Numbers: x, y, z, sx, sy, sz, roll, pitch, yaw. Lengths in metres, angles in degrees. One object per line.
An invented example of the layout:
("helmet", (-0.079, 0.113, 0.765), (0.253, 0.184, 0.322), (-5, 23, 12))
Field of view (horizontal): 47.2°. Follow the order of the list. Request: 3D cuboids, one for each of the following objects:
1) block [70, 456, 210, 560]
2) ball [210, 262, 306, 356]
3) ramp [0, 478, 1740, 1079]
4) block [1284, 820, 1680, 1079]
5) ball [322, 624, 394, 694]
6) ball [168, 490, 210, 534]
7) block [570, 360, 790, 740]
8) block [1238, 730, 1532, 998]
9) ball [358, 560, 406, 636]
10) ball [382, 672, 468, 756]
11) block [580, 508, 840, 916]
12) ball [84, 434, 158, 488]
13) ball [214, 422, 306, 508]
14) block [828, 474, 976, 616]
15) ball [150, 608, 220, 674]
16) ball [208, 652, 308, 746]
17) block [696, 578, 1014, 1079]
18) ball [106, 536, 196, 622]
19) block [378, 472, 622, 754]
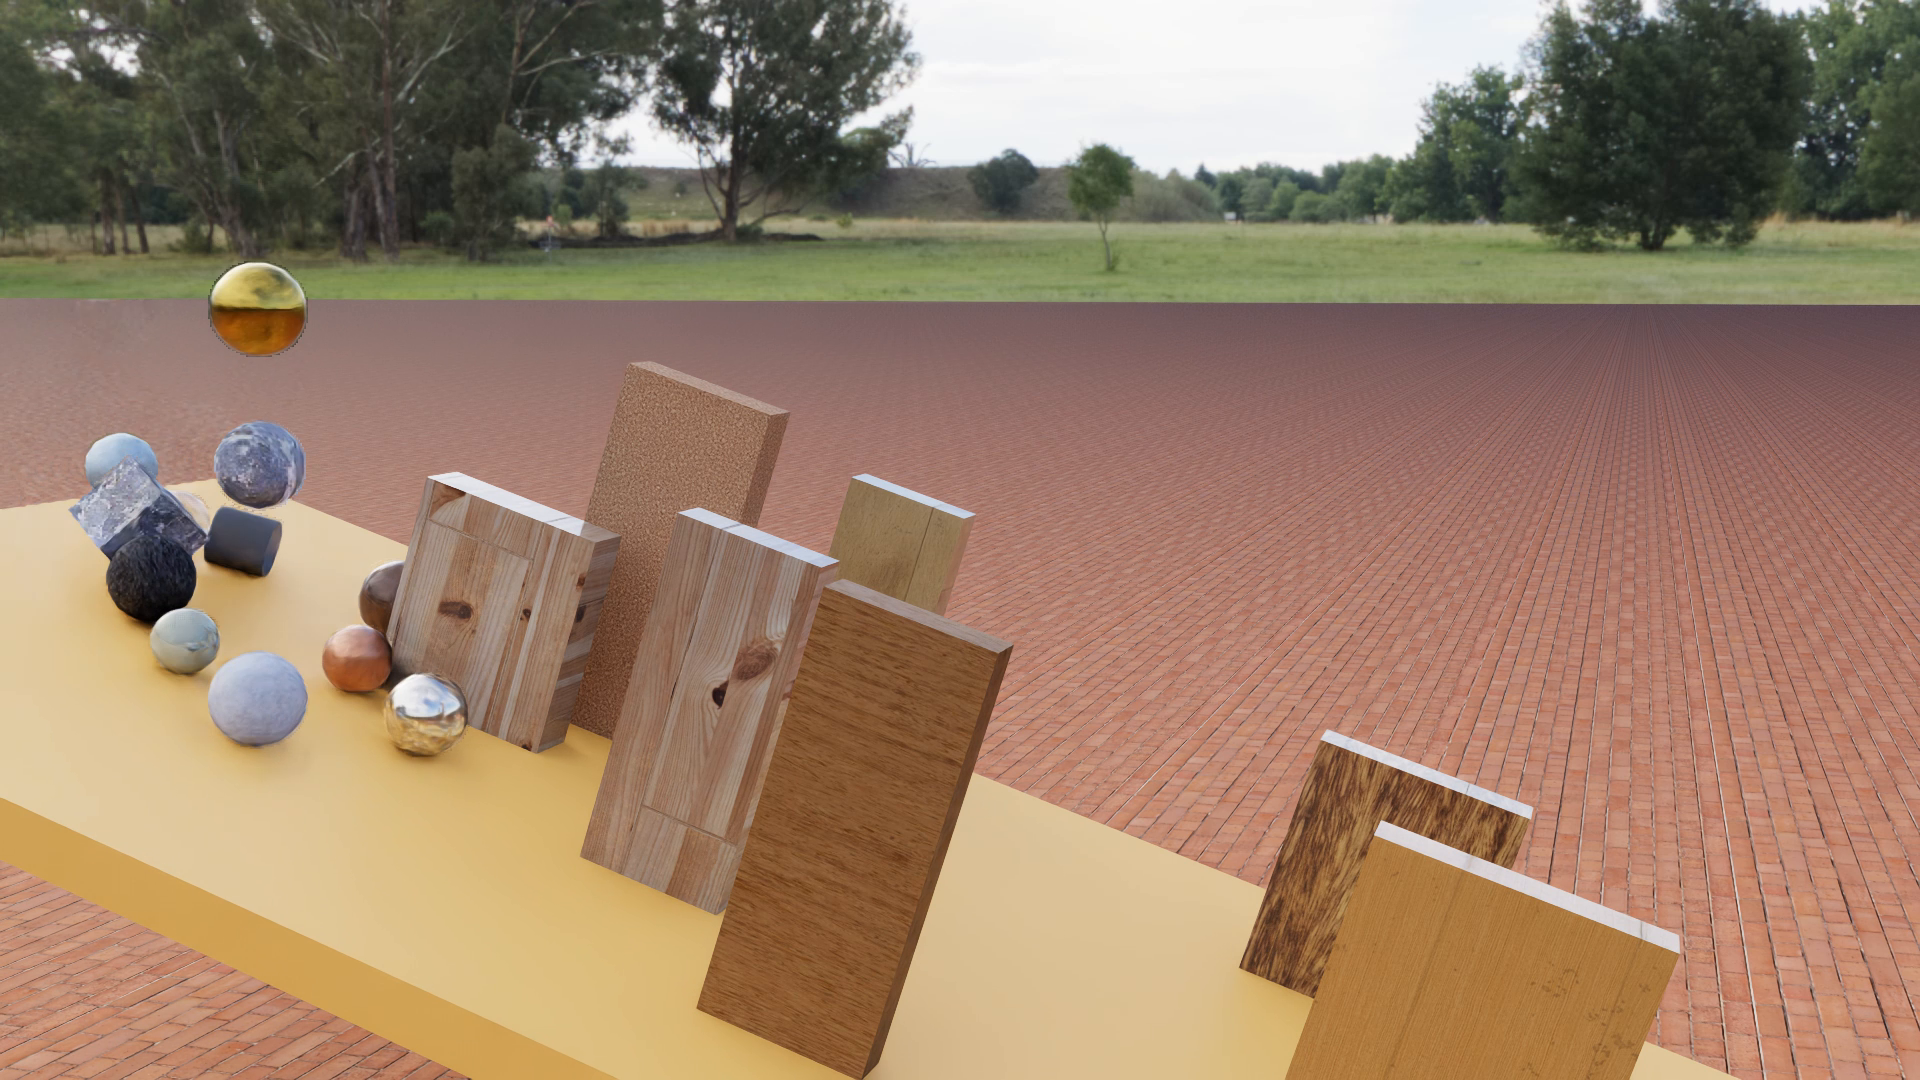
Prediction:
("block", (-1.711, -0.032, 4.588), (0.166, 0.166, 0.166), (38, -13, 38))
("ball", (-1.553, -0.512, 4.871), (0.205, 0.205, 0.205), (0, 7, 0))
("ramp", (-0.357, 0.675, 4.226), (4.000, 0.100, 2.000), (20, 12, 14))
("block", (0.683, 0.809, 3.130), (0.432, 0.706, 0.087), (20, 12, 14))
("ball", (-1.208, 0.239, 4.410), (0.138, 0.138, 0.138), (0, 7, 0))
("ball", (-1.744, -0.038, 4.888), (0.147, 0.147, 0.147), (0, 7, 0))
("block", (-0.627, 0.046, 4.590), (0.328, 0.768, 0.109), (20, 12, 14))
("block", (0.846, 0.695, 4.386), (0.427, 0.504, 0.100), (20, 12, 14))
("ball", (-1.181, 0.129, 4.643), (0.173, 0.173, 0.173), (0, 7, 0))
("ball", (-1.021, 0.332, 4.202), (0.159, 0.159, 0.159), (0, 7, 0))
("block", (-0.449, 0.304, 3.915), (0.280, 0.664, 0.091), (20, 12, 14))
("ball", (-1.905, -0.165, 4.997), (0.155, 0.155, 0.155), (0, 7, 0))
("ball", (-1.544, -0.166, 4.850), (0.191, 0.191, 0.191), (0, 7, 0))
("block", (-0.192, 0.181, 5.008), (0.277, 0.601, 0.093), (20, 12, 14))
("ball", (-1.490, 0.194, 4.231), (0.129, 0.129, 0.129), (0, 7, 0))
("ball", (-1.277, 0.289, 3.999), (0.173, 0.173, 0.173), (0, 7, 0))
("block", (-0.170, 0.456, 3.461), (0.294, 0.729, 0.088), (20, 12, 14))
("ball", (-1.635, 0.078, 4.450), (0.172, 0.172, 0.172), (0, 7, 0))
("block", (-0.940, 0.144, 4.459), (0.388, 0.453, 0.119), (20, 12, 14))
